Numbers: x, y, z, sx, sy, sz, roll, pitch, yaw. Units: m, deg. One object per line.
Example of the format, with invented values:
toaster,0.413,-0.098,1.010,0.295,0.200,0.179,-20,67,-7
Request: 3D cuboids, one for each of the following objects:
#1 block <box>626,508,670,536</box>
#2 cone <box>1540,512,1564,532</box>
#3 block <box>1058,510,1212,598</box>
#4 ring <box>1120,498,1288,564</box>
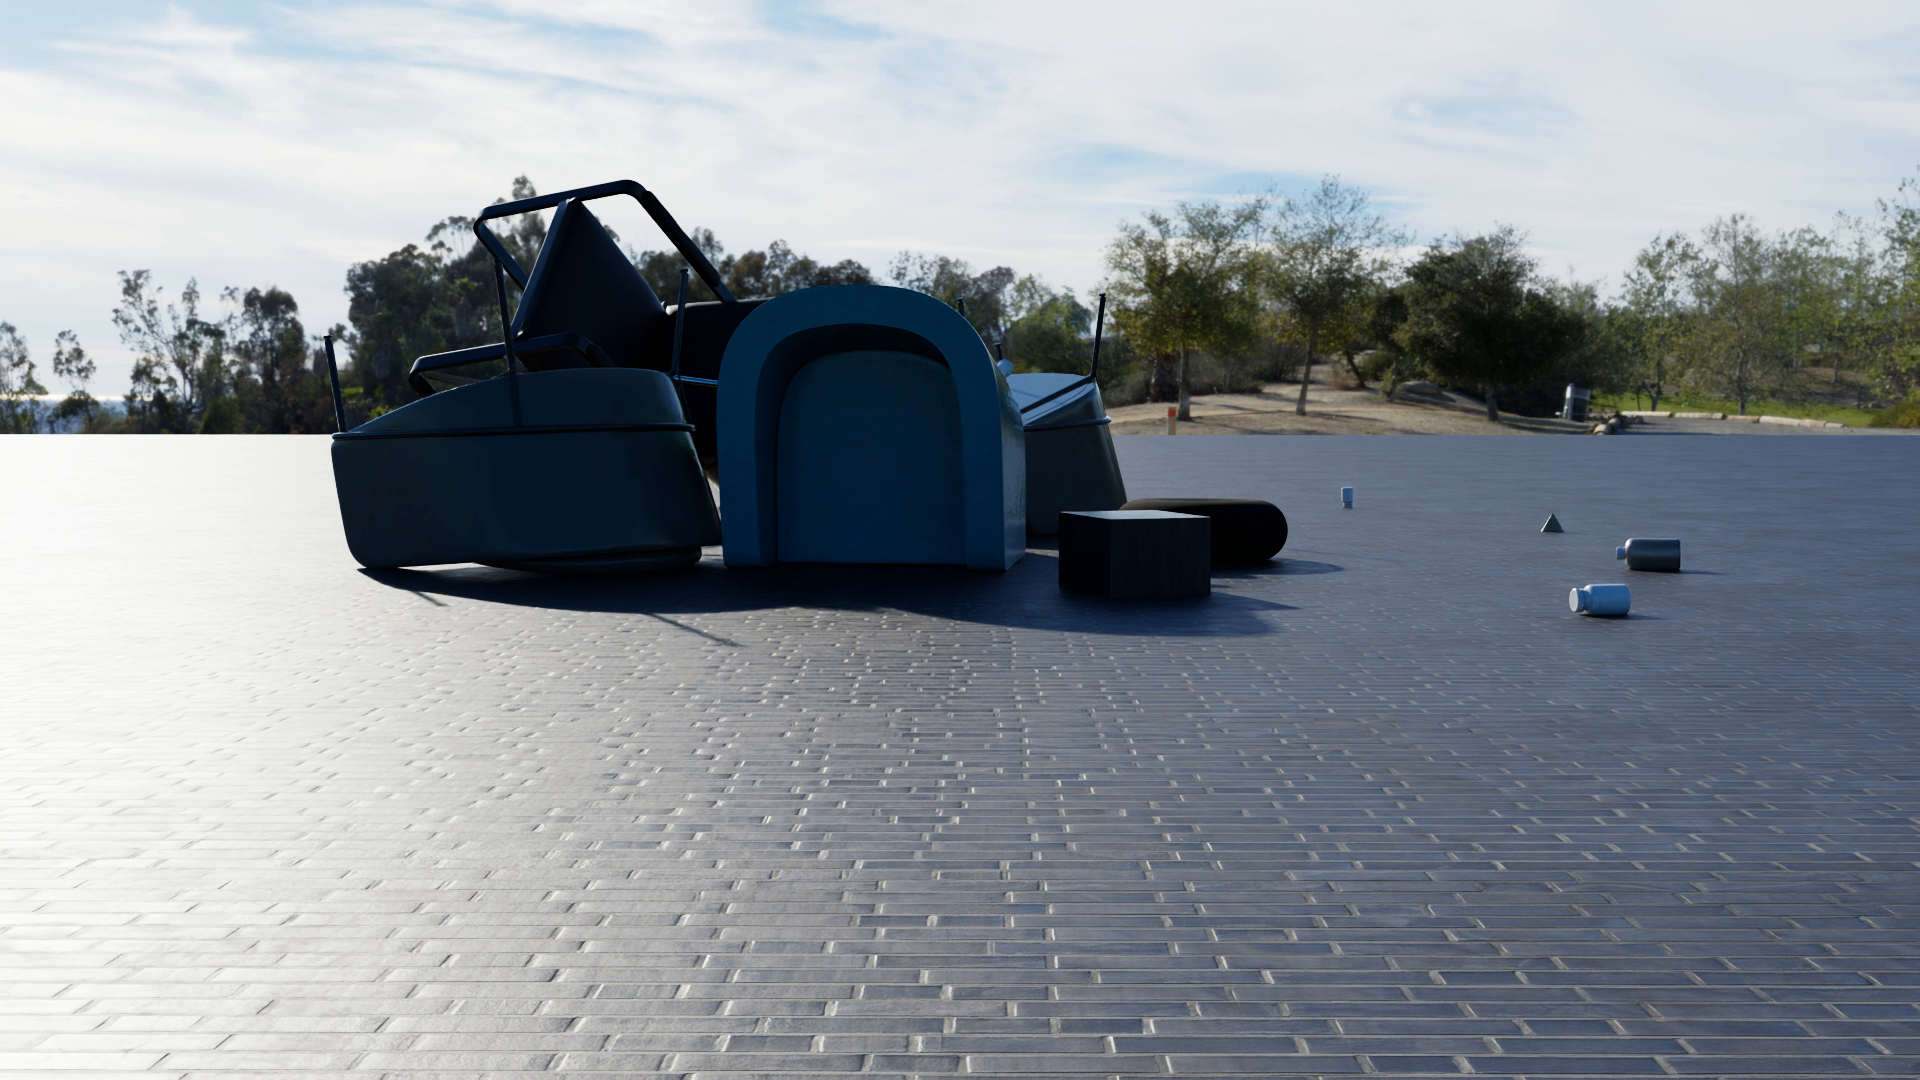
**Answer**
block,-0.963,-0.056,6.783,0.096,0.079,0.112,1,4,14
cone,1.868,-0.056,6.930,0.074,0.060,0.042,1,4,20
block,0.387,0.028,4.908,0.238,0.169,0.301,-1,4,-19
ring,0.631,-0.027,5.794,0.459,0.159,0.463,-1,3,-36
